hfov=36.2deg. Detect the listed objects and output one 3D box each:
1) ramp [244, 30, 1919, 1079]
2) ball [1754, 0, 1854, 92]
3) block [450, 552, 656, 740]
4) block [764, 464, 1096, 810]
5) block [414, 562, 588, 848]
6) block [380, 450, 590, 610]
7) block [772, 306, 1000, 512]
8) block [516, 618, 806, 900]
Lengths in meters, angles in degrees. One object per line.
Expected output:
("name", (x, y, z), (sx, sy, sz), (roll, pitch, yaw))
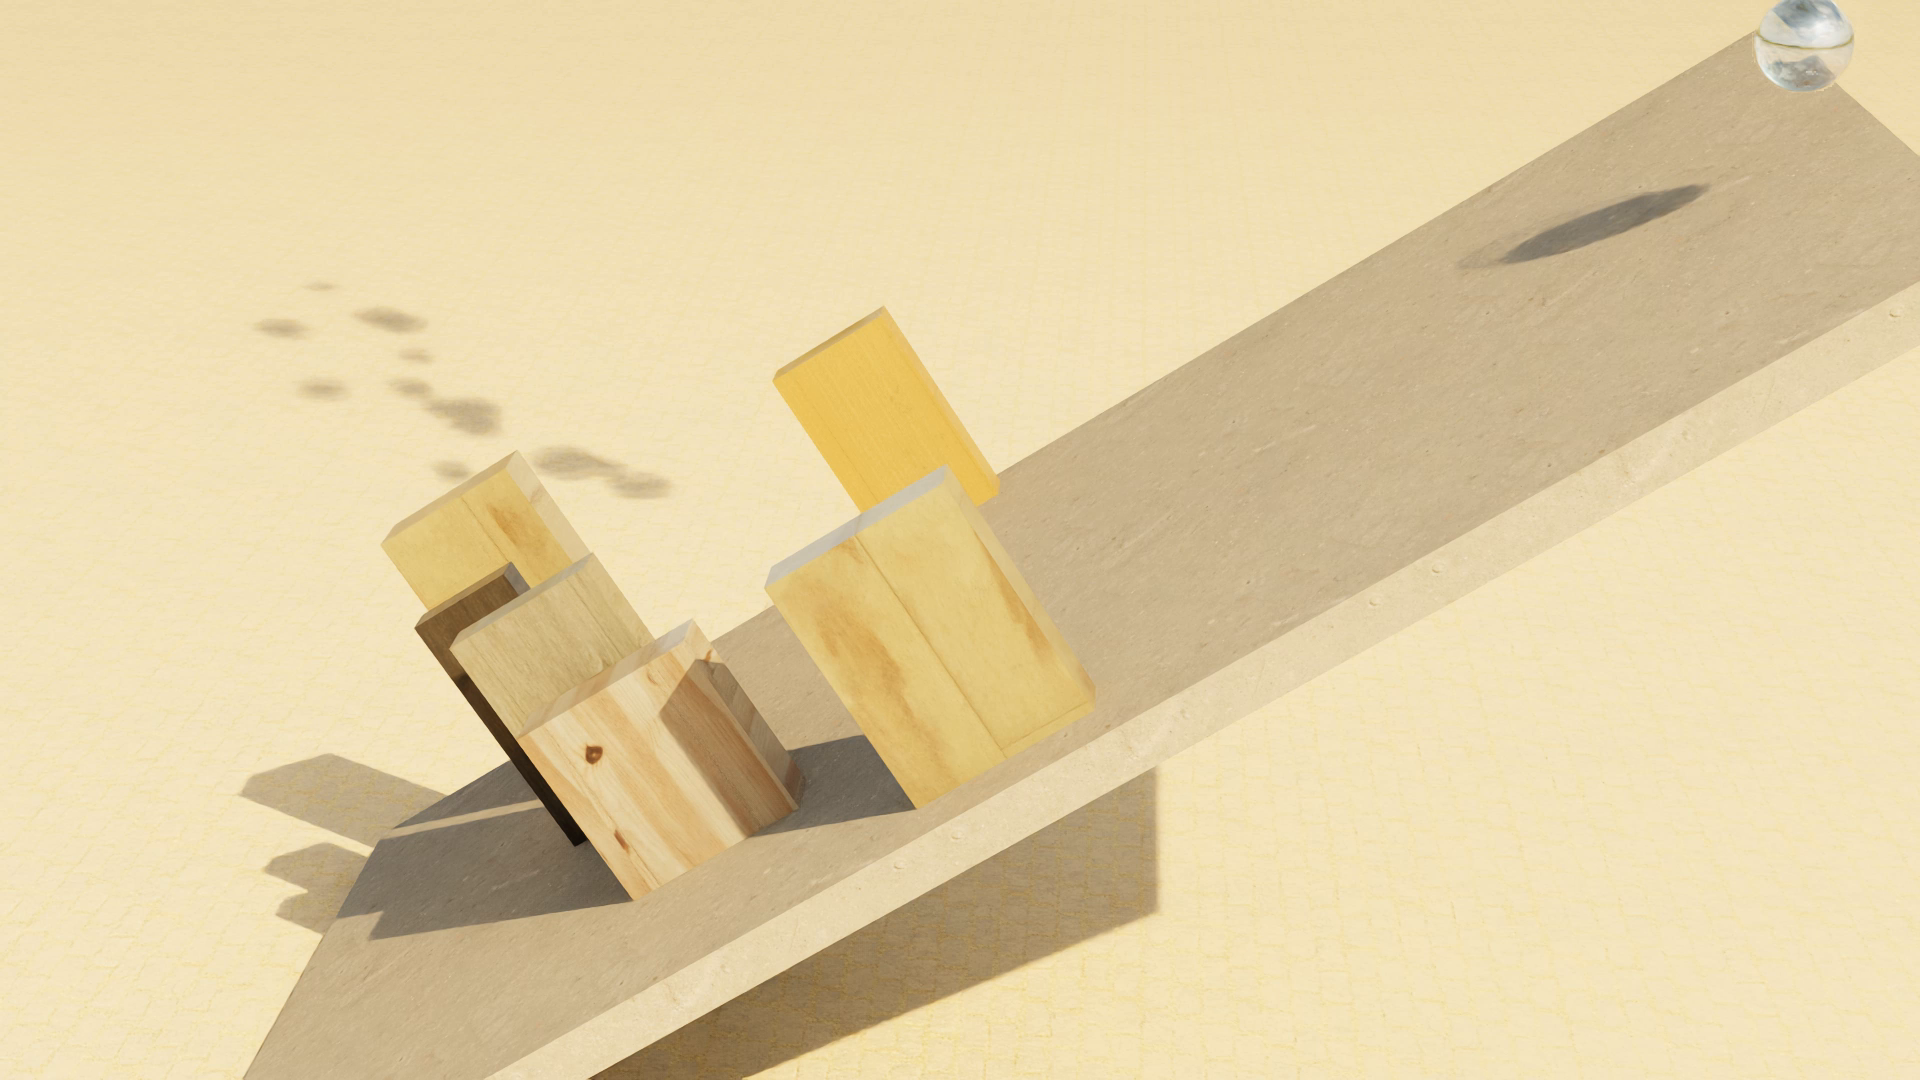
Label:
("ramp", (0.140, 0.170, 6.292), (4.000, 0.100, 2.000), (-30, 15, 13))
("ball", (1.618, -0.952, 5.637), (0.185, 0.185, 0.185), (0, 20, 0))
("block", (-0.748, 0.366, 6.174), (0.346, 0.601, 0.094), (-30, 15, 13))
("block", (-0.052, 0.182, 5.452), (0.390, 0.518, 0.114), (-30, 15, 13))
("block", (-0.922, 0.366, 6.509), (0.243, 0.615, 0.081), (-30, 15, 13))
("block", (-0.991, 0.197, 6.943), (0.361, 0.739, 0.140), (-30, 15, 13))
("block", (-0.175, -0.260, 7.091), (0.311, 0.520, 0.096), (-30, 15, 13))
("block", (-0.603, 0.447, 5.971), (0.407, 0.418, 0.136), (-30, 15, 13))
